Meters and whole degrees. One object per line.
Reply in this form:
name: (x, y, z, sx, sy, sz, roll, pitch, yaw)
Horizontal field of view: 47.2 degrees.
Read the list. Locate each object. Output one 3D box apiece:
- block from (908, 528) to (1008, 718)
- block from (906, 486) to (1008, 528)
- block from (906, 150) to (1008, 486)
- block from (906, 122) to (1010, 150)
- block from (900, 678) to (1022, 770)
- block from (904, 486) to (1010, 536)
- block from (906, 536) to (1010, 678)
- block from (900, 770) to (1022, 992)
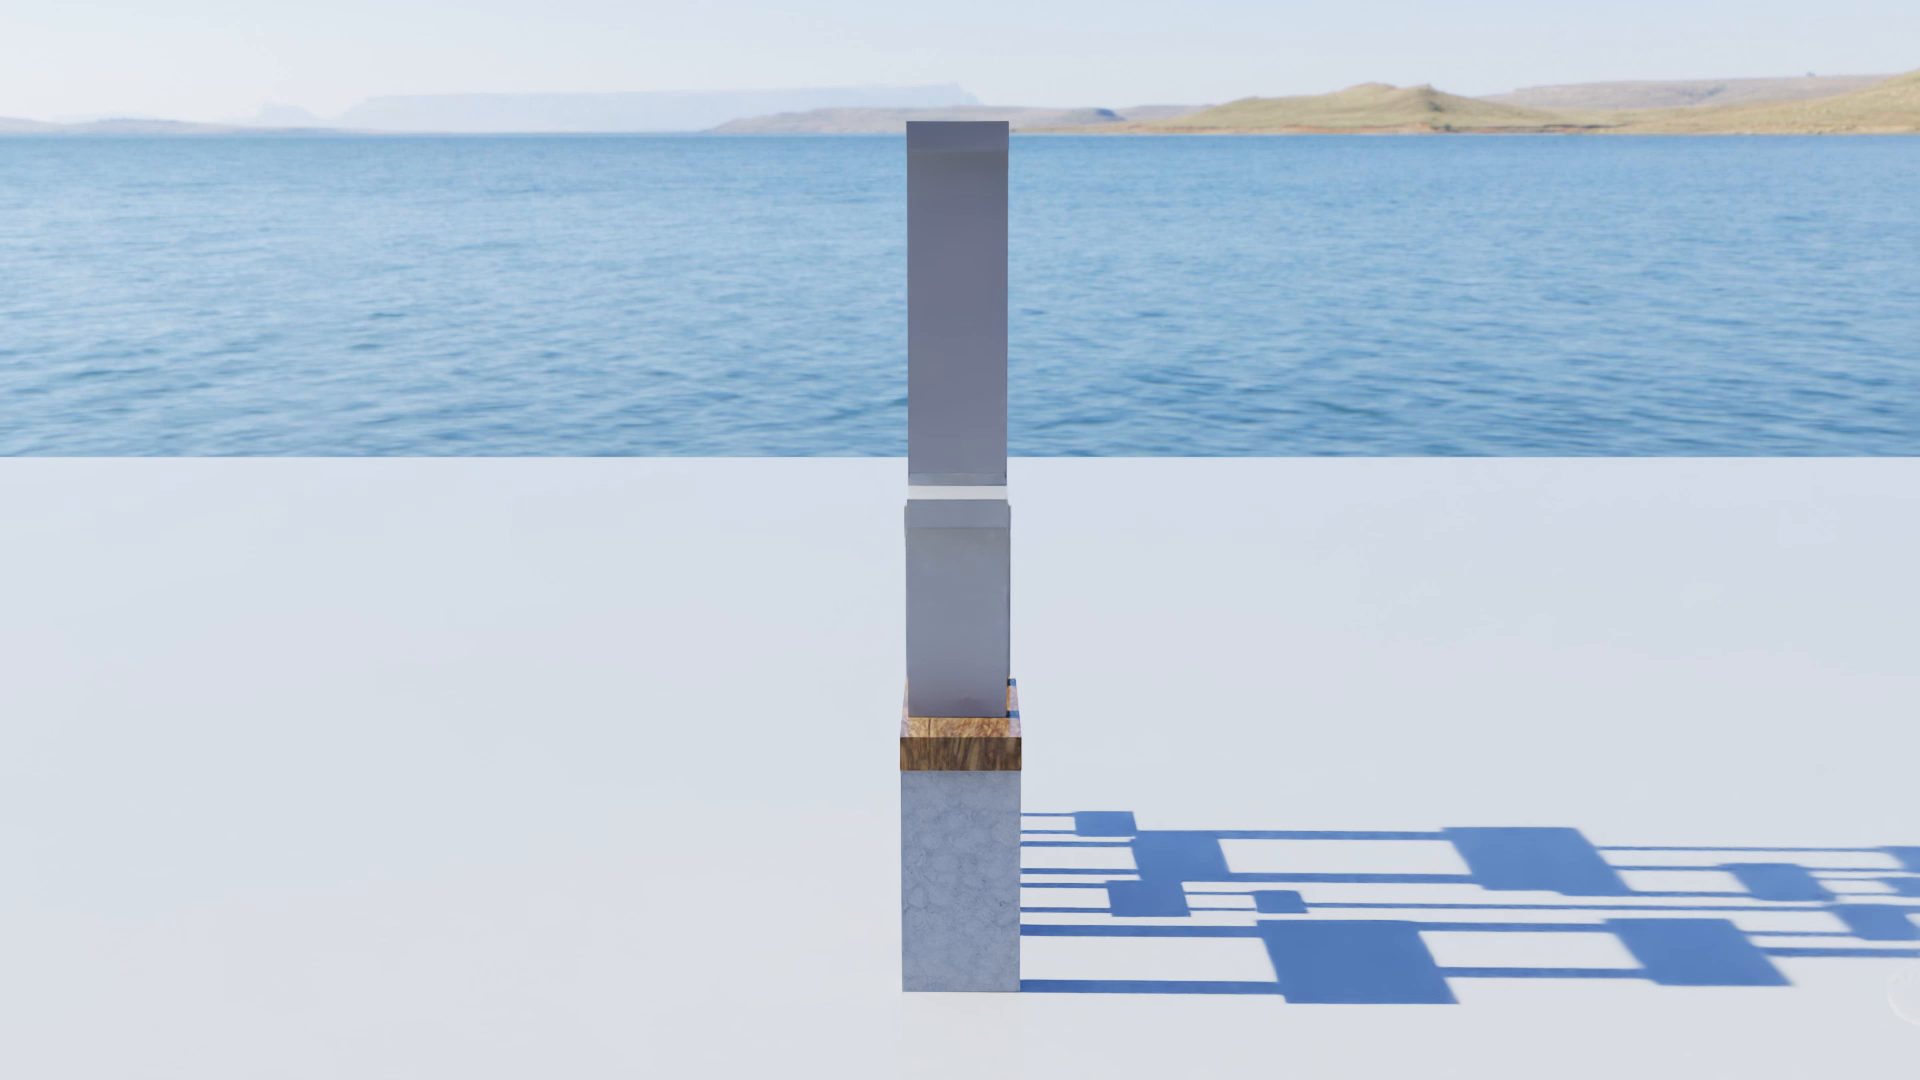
block: (-0.004, 0.116, 3.243, 0.145, 0.291, 0.041, 0, 11, 0)
block: (-0.004, -0.065, 3.308, 0.145, 0.041, 0.291, 0, 11, 0)
block: (-0.004, -0.327, 3.256, 0.148, 0.492, 0.042, 0, 11, 0)
block: (-0.003, -0.608, 3.304, 0.148, 0.042, 0.295, 0, 11, 0)
block: (0.001, 0.274, 3.321, 0.175, 0.049, 0.349, 0, 11, 0)
block: (-0.004, -0.063, 3.762, 0.174, 0.049, 0.347, 0, 10, 0)
block: (-0.003, 0.153, 3.682, 0.174, 0.347, 0.049, 0, 10, 1)
block: (0.001, 0.492, 3.243, 0.175, 0.349, 0.049, 0, 11, 0)
